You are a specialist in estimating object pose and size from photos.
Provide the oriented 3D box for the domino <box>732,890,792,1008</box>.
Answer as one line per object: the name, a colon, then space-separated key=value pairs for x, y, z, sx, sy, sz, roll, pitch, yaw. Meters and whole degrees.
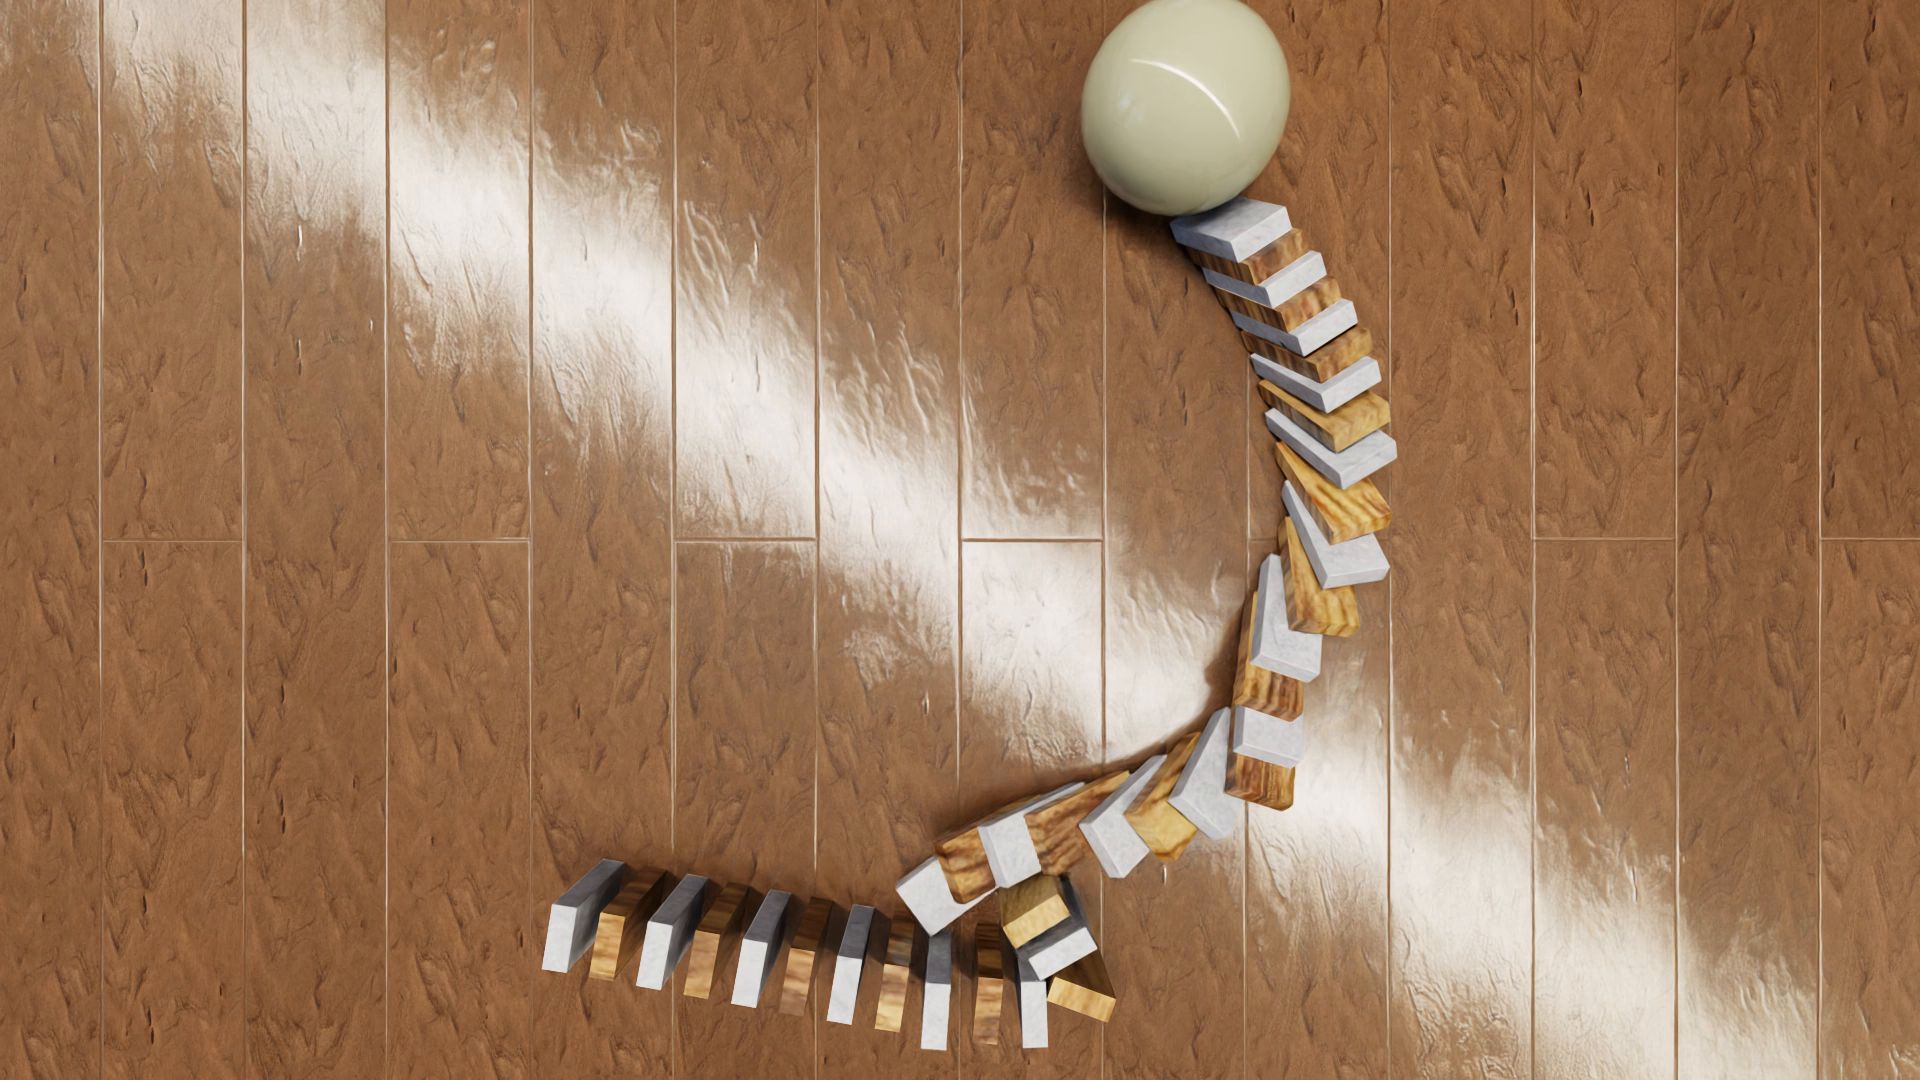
domino: x=-0.080 y=0.166 z=0.375 sx=0.010 sy=0.050 sz=0.025 roll=10 pitch=90 yaw=0

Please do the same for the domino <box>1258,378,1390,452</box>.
domino: x=0.149 y=-0.057 z=0.378 sx=0.025 sy=0.050 sz=0.009 roll=-31 pitch=129 yaw=0

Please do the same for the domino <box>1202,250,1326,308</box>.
domino: x=0.123 y=-0.111 z=0.376 sx=0.025 sy=0.050 sz=0.010 roll=-33 pitch=122 yaw=0

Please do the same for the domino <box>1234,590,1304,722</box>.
domino: x=0.130 y=0.048 z=0.382 sx=0.025 sy=0.009 sz=0.050 roll=19 pitch=57 yaw=0

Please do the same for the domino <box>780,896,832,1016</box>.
domino: x=-0.062 y=0.169 z=0.375 sx=0.010 sy=0.050 sz=0.025 roll=10 pitch=90 yaw=0

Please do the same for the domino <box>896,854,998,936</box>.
domino: x=0.000 y=0.144 z=0.395 sx=0.050 sy=0.010 sz=0.025 roll=-36 pitch=90 yaw=0

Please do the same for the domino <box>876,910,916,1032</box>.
domino: x=-0.026 y=0.175 z=0.375 sx=0.009 sy=0.050 sz=0.025 roll=9 pitch=90 yaw=0

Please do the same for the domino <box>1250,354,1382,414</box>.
domino: x=0.145 y=-0.071 z=0.377 sx=0.025 sy=0.050 sz=0.009 roll=-31 pitch=123 yaw=0

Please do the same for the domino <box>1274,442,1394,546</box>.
domino: x=0.154 y=-0.023 z=0.382 sx=0.025 sy=0.010 sz=0.050 roll=-18 pitch=54 yaw=0

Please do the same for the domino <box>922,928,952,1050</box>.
domino: x=-0.009 y=0.182 z=0.375 sx=0.009 sy=0.050 sz=0.025 roll=4 pitch=90 yaw=0

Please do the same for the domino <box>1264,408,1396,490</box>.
domino: x=0.152 y=-0.043 z=0.378 sx=0.025 sy=0.050 sz=0.009 roll=-31 pitch=132 yaw=0

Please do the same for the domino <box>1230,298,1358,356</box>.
domino: x=0.136 y=-0.093 z=0.376 sx=0.025 sy=0.050 sz=0.010 roll=-33 pitch=122 yaw=0

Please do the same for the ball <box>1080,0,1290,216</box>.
ball: x=0.087 y=-0.169 z=0.360 sx=0.080 sy=0.080 sz=0.080 roll=0 pitch=90 yaw=0

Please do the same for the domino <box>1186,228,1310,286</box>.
domino: x=0.117 y=-0.120 z=0.376 sx=0.025 sy=0.050 sz=0.009 roll=-33 pitch=122 yaw=0

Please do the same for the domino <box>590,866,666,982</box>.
domino: x=-0.135 y=0.155 z=0.375 sx=0.009 sy=0.050 sz=0.025 roll=10 pitch=90 yaw=0

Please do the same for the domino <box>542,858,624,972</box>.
domino: x=-0.153 y=0.152 z=0.375 sx=0.009 sy=0.050 sz=0.025 roll=9 pitch=90 yaw=0

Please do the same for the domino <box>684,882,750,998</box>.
domino: x=-0.099 y=0.162 z=0.375 sx=0.010 sy=0.050 sz=0.025 roll=11 pitch=90 yaw=0

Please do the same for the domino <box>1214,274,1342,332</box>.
domino: x=0.129 y=-0.102 z=0.376 sx=0.025 sy=0.050 sz=0.010 roll=-33 pitch=122 yaw=0

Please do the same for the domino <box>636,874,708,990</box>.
domino: x=-0.117 y=0.159 z=0.375 sx=0.010 sy=0.050 sz=0.025 roll=11 pitch=90 yaw=0

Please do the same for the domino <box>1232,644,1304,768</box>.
domino: x=0.129 y=0.067 z=0.382 sx=0.025 sy=0.010 sz=0.050 roll=17 pitch=57 yaw=-2

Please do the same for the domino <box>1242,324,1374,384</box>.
domino: x=0.141 y=-0.082 z=0.376 sx=0.025 sy=0.050 sz=0.010 roll=-33 pitch=123 yaw=-1

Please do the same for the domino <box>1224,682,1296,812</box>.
domino: x=0.126 y=0.084 z=0.382 sx=0.025 sy=0.010 sz=0.050 roll=18 pitch=57 yaw=-2

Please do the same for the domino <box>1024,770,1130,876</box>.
domino: x=0.053 y=0.117 z=0.382 sx=0.050 sy=0.010 sz=0.025 roll=-16 pitch=83 yaw=-30

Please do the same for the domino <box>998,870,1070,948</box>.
domino: x=0.029 y=0.146 z=0.375 sx=0.025 sy=0.050 sz=0.010 roll=-31 pitch=90 yaw=0

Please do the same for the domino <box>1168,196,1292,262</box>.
domino: x=0.110 y=-0.129 z=0.376 sx=0.025 sy=0.050 sz=0.009 roll=-33 pitch=122 yaw=0

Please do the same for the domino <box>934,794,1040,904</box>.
domino: x=0.016 y=0.128 z=0.382 sx=0.050 sy=0.010 sz=0.025 roll=-18 pitch=84 yaw=-30

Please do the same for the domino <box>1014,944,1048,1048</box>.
domino: x=0.028 y=0.181 z=0.375 sx=0.009 sy=0.050 sz=0.025 roll=-2 pitch=90 yaw=0

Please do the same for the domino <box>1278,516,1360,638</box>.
domino: x=0.149 y=0.015 z=0.382 sx=0.025 sy=0.010 sz=0.050 roll=7 pitch=56 yaw=0

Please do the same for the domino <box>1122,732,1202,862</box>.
domino: x=0.092 y=0.106 z=0.382 sx=0.050 sy=0.009 sz=0.025 roll=-39 pitch=90 yaw=-34

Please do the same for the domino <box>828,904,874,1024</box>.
domino: x=-0.044 y=0.172 z=0.375 sx=0.010 sy=0.050 sz=0.025 roll=10 pitch=90 yaw=0

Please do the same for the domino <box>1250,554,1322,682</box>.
domino: x=0.137 y=0.032 z=0.382 sx=0.025 sy=0.009 sz=0.050 roll=19 pitch=57 yaw=0

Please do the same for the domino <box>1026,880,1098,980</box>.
domino: x=0.039 y=0.158 z=0.375 sx=0.025 sy=0.050 sz=0.010 roll=-30 pitch=90 yaw=0

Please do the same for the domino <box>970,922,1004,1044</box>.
domino: x=0.011 y=0.180 z=0.375 sx=0.009 sy=0.050 sz=0.025 roll=6 pitch=90 yaw=0

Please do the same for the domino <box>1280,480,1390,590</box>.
domino: x=0.155 y=-0.005 z=0.381 sx=0.025 sy=0.009 sz=0.050 roll=-9 pitch=54 yaw=-1

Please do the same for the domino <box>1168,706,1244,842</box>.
domino: x=0.108 y=0.097 z=0.381 sx=0.025 sy=0.010 sz=0.050 roll=42 pitch=54 yaw=0

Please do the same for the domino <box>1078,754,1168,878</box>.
domino: x=0.074 y=0.114 z=0.382 sx=0.050 sy=0.010 sz=0.025 roll=-31 pitch=90 yaw=-33

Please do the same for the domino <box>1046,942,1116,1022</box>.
domino: x=0.046 y=0.176 z=0.375 sx=0.025 sy=0.050 sz=0.009 roll=20 pitch=90 yaw=0

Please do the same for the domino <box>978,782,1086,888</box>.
domino: x=0.034 y=0.122 z=0.382 sx=0.050 sy=0.009 sz=0.025 roll=-16 pitch=83 yaw=-30
